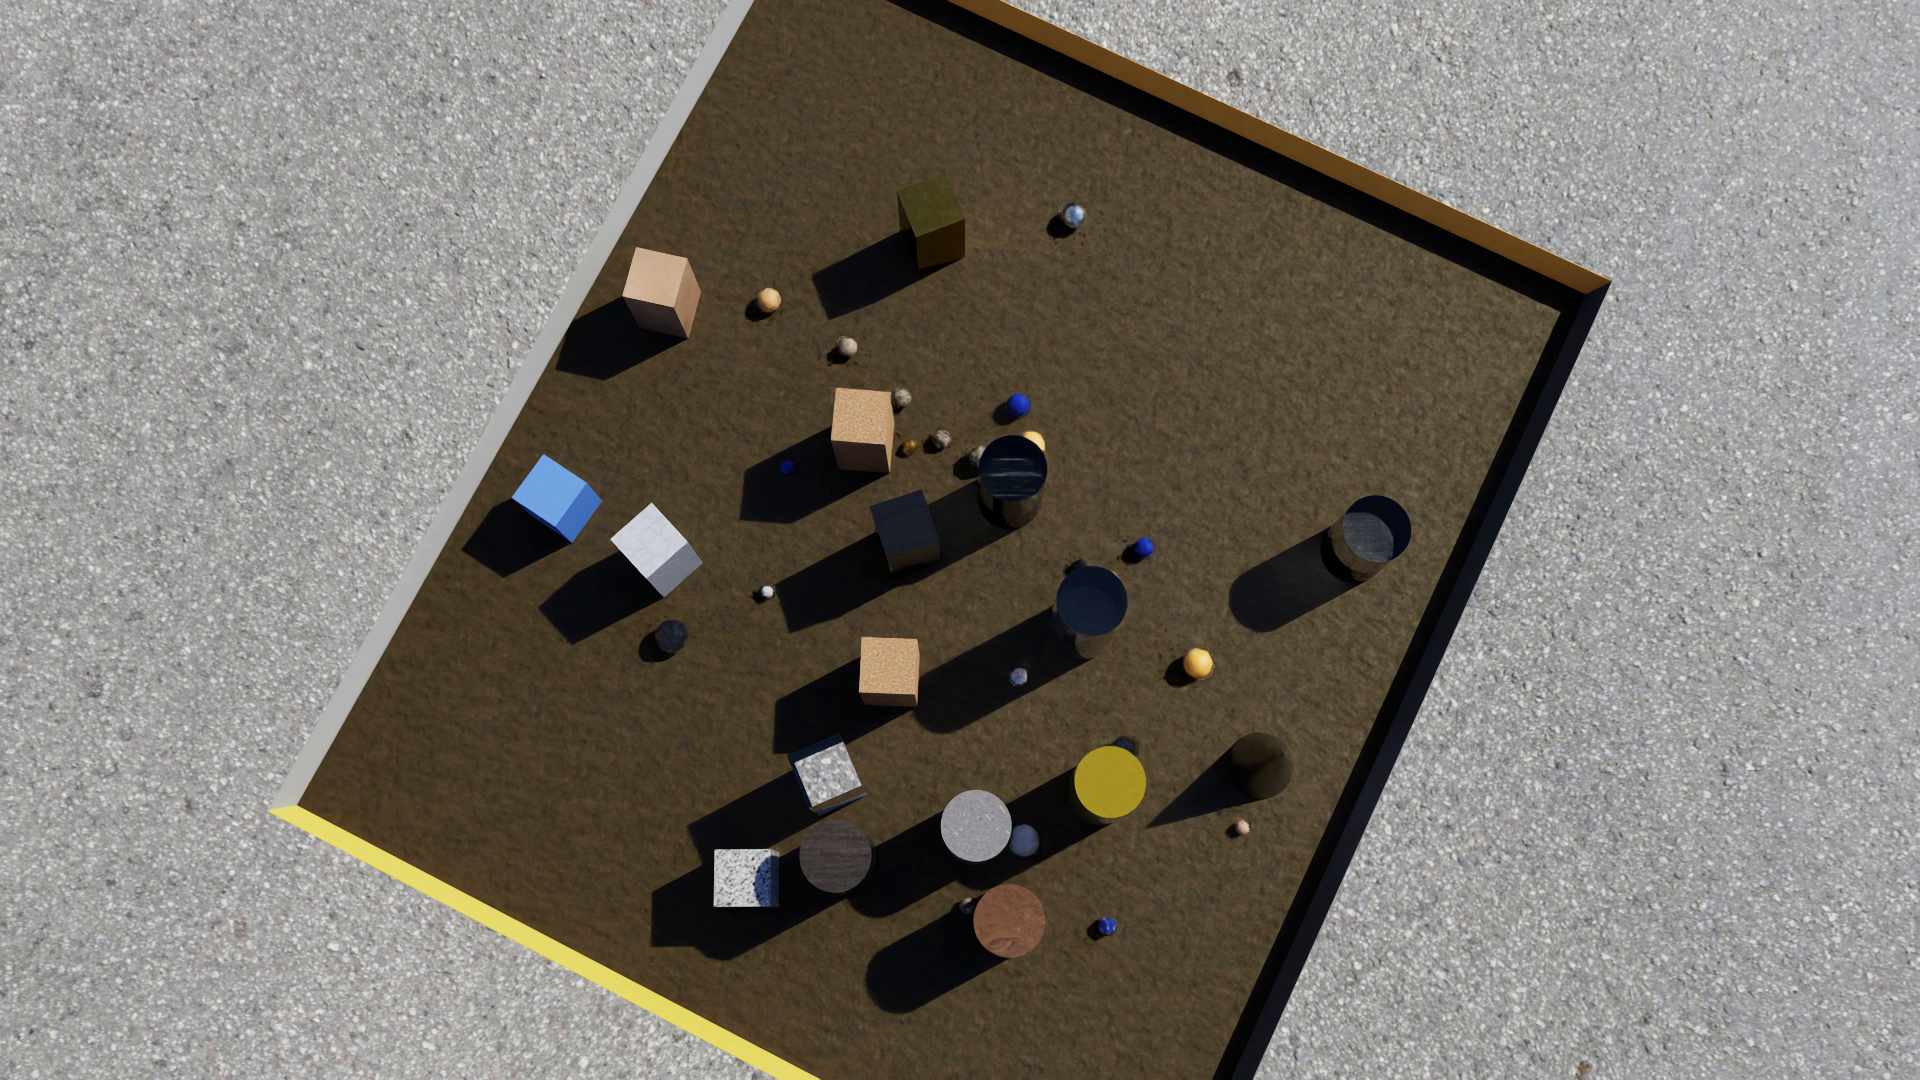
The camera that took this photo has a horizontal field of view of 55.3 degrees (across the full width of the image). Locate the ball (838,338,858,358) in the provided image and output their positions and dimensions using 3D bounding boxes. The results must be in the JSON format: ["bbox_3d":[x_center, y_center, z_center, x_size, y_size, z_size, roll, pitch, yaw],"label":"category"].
[{"bbox_3d":[-0.349,-0.600,5.710,0.061,0.061,0.061,0,78,0],"label":"ball"}]

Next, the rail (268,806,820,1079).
[{"bbox_3d":[-0.716,1.409,5.258,2.877,0.129,0.045,26,80,5],"label":"rail"}]

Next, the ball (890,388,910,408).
[{"bbox_3d":[-0.184,-0.439,5.676,0.063,0.063,0.063,0,78,0],"label":"ball"}]

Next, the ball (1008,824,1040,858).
[{"bbox_3d":[0.188,0.884,5.386,0.094,0.094,0.094,0,78,0],"label":"ball"}]

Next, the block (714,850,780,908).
[{"bbox_3d":[-0.613,0.977,5.287,0.159,0.249,0.159,-1,78,0],"label":"block"}]

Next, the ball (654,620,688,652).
[{"bbox_3d":[-0.867,0.287,5.507,0.099,0.099,0.099,0,78,0],"label":"ball"}]

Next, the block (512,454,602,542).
[{"bbox_3d":[-1.211,-0.123,5.520,0.159,0.239,0.159,33,80,6],"label":"block"}]

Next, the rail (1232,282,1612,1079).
[{"bbox_3d":[1.265,0.626,5.420,0.045,0.129,3.250,26,80,5],"label":"rail"}]

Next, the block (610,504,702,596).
[{"bbox_3d":[-0.898,0.034,5.447,0.159,0.319,0.159,-42,81,-8],"label":"block"}]

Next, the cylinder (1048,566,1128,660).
[{"bbox_3d":[0.366,0.218,5.324,0.198,0.485,0.198,0,78,0],"label":"cylinder"}]

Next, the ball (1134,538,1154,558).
[{"bbox_3d":[0.560,0.023,5.581,0.061,0.061,0.061,0,78,0],"label":"ball"}]

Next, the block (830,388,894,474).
[{"bbox_3d":[-0.289,-0.325,5.505,0.159,0.350,0.159,5,78,1],"label":"block"}]

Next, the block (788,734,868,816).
[{"bbox_3d":[-0.378,0.679,5.281,0.159,0.381,0.159,-23,79,-5],"label":"block"}]

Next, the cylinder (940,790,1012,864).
[{"bbox_3d":[0.045,0.830,5.273,0.198,0.336,0.198,0,78,0],"label":"cylinder"}]

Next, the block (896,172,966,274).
[{"bbox_3d":[-0.087,-0.971,5.651,0.159,0.326,0.159,-21,79,-4],"label":"block"}]

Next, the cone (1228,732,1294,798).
[{"bbox_3d":[0.897,0.633,5.275,0.198,0.412,0.198,0,78,0],"label":"cone"}]

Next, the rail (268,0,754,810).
[{"bbox_3d":[-1.265,-0.613,5.677,0.045,0.129,3.250,26,80,5],"label":"rail"}]

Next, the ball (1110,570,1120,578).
[{"bbox_3d":[0.444,0.133,5.545,0.087,0.087,0.087,0,78,0],"label":"ball"}]

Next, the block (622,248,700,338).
[{"bbox_3d":[-0.912,-0.755,5.620,0.159,0.299,0.159,13,79,3],"label":"block"}]

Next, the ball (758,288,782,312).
[{"bbox_3d":[-0.597,-0.750,5.734,0.075,0.075,0.075,0,78,0],"label":"ball"}]

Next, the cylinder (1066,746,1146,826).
[{"bbox_3d":[0.415,0.709,5.259,0.198,0.413,0.198,0,78,0],"label":"cylinder"}]

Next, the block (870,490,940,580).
[{"bbox_3d":[-0.159,-0.012,5.437,0.159,0.357,0.159,-18,79,-4],"label":"block"}]

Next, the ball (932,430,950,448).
[{"bbox_3d":[-0.057,-0.313,5.653,0.056,0.056,0.056,0,78,0],"label":"ball"}]

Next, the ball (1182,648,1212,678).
[{"bbox_3d":[0.713,0.369,5.495,0.088,0.088,0.088,0,78,0],"label":"ball"}]

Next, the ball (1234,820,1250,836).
[{"bbox_3d":[0.835,0.851,5.419,0.043,0.043,0.043,0,78,0],"label":"ball"}]

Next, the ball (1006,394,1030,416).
[{"bbox_3d":[0.178,-0.417,5.667,0.071,0.071,0.071,0,78,0],"label":"ball"}]

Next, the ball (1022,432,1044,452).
[{"bbox_3d":[0.218,-0.290,5.633,0.085,0.085,0.085,0,78,0],"label":"ball"}]

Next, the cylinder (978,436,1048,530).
[{"bbox_3d":[0.153,-0.168,5.456,0.198,0.382,0.198,0,78,0],"label":"cylinder"}]

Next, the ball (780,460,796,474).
[{"bbox_3d":[-0.529,-0.223,5.639,0.046,0.046,0.046,0,78,0],"label":"ball"}]

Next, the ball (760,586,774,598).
[{"bbox_3d":[-0.586,0.158,5.563,0.041,0.041,0.041,0,78,0],"label":"ball"}]

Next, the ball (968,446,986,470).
[{"bbox_3d":[0.059,-0.250,5.630,0.075,0.075,0.075,0,78,0],"label":"ball"}]

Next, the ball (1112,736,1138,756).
[{"bbox_3d":[0.488,0.624,5.446,0.081,0.081,0.081,0,78,0],"label":"ball"}]

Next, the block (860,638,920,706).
[{"bbox_3d":[-0.205,0.390,5.374,0.159,0.317,0.159,2,78,0],"label":"block"}]

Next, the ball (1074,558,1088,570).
[{"bbox_3d":[0.368,0.079,5.578,0.043,0.043,0.043,0,78,0],"label":"ball"}]

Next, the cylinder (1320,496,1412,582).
[{"bbox_3d":[1.203,0.001,5.447,0.198,0.331,0.198,0,78,0],"label":"cylinder"}]

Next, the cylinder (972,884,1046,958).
[{"bbox_3d":[0.136,1.082,5.207,0.198,0.364,0.198,0,78,0],"label":"cylinder"}]

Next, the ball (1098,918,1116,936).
[{"bbox_3d":[0.428,1.129,5.357,0.051,0.051,0.051,0,78,0],"label":"ball"}]

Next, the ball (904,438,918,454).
[{"bbox_3d":[-0.152,-0.290,5.653,0.046,0.046,0.046,0,78,0],"label":"ball"}]

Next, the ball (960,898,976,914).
[{"bbox_3d":[0.022,1.072,5.371,0.046,0.046,0.046,0,78,0],"label":"ball"}]

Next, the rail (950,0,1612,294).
[{"bbox_3d":[0.716,-1.395,5.839,2.877,0.129,0.045,26,80,5],"label":"rail"}]

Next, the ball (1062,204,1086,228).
[{"bbox_3d":[0.359,-1.024,5.788,0.079,0.079,0.079,0,78,0],"label":"ball"}]

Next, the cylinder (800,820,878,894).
[{"bbox_3d":[-0.341,0.906,5.218,0.198,0.413,0.198,0,78,0],"label":"cylinder"}]

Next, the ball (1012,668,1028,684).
[{"bbox_3d":[0.179,0.409,5.506,0.051,0.051,0.051,0,78,0],"label":"ball"}]
